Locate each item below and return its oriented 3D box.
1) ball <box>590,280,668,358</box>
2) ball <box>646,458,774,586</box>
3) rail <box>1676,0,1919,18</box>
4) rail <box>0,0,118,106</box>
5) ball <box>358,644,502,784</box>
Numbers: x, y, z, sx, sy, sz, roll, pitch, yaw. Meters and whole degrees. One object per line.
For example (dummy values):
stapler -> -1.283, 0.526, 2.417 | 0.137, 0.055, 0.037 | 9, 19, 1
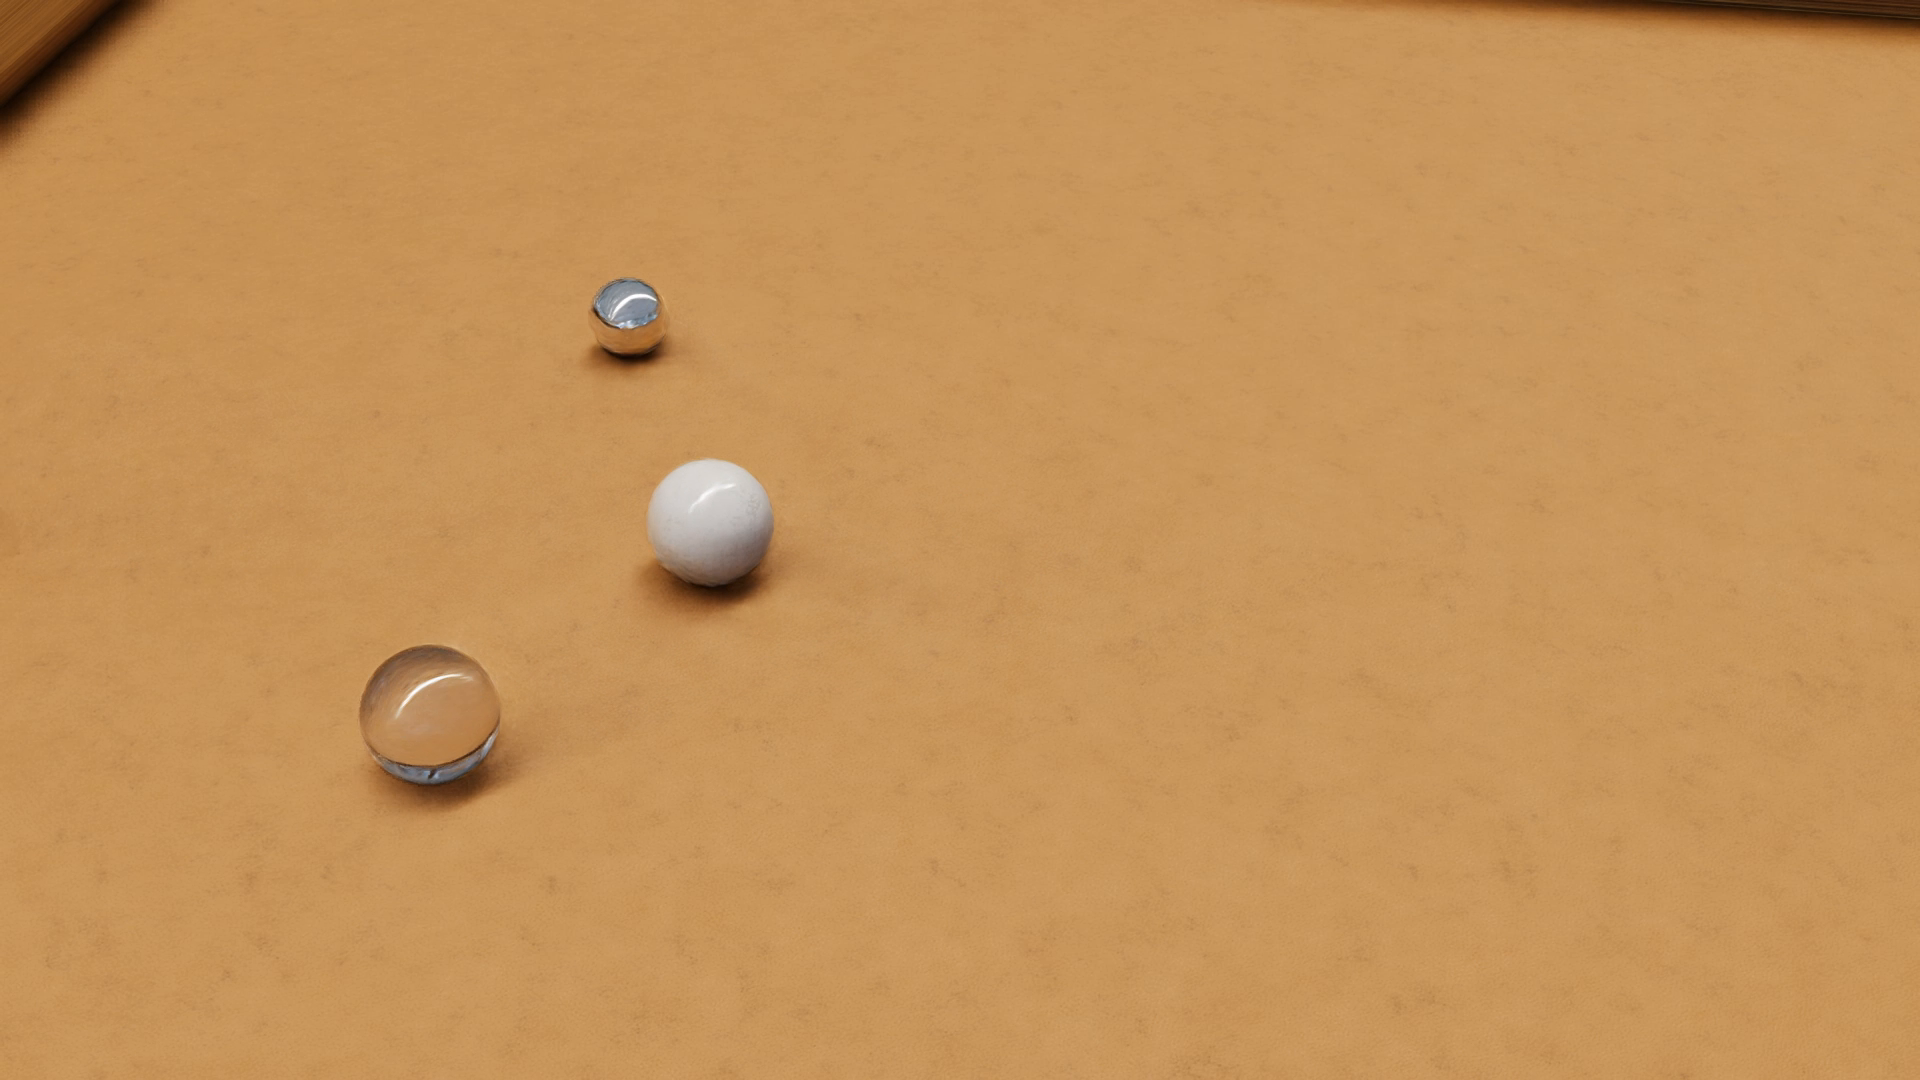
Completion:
ball -> -0.262, -0.176, 2.033 | 0.062, 0.062, 0.062 | 0, 35, 0
ball -> -0.173, -0.012, 1.777 | 0.088, 0.088, 0.088 | 0, 35, 0
rail -> 1.198, -0.539, 2.499 | 4.094, 0.119, 0.045 | 6, 35, 8
rail -> -0.985, -0.118, 1.900 | 0.045, 0.119, 2.245 | 6, 35, 8
ball -> -0.332, 0.109, 1.606 | 0.088, 0.088, 0.088 | 0, 35, 0
